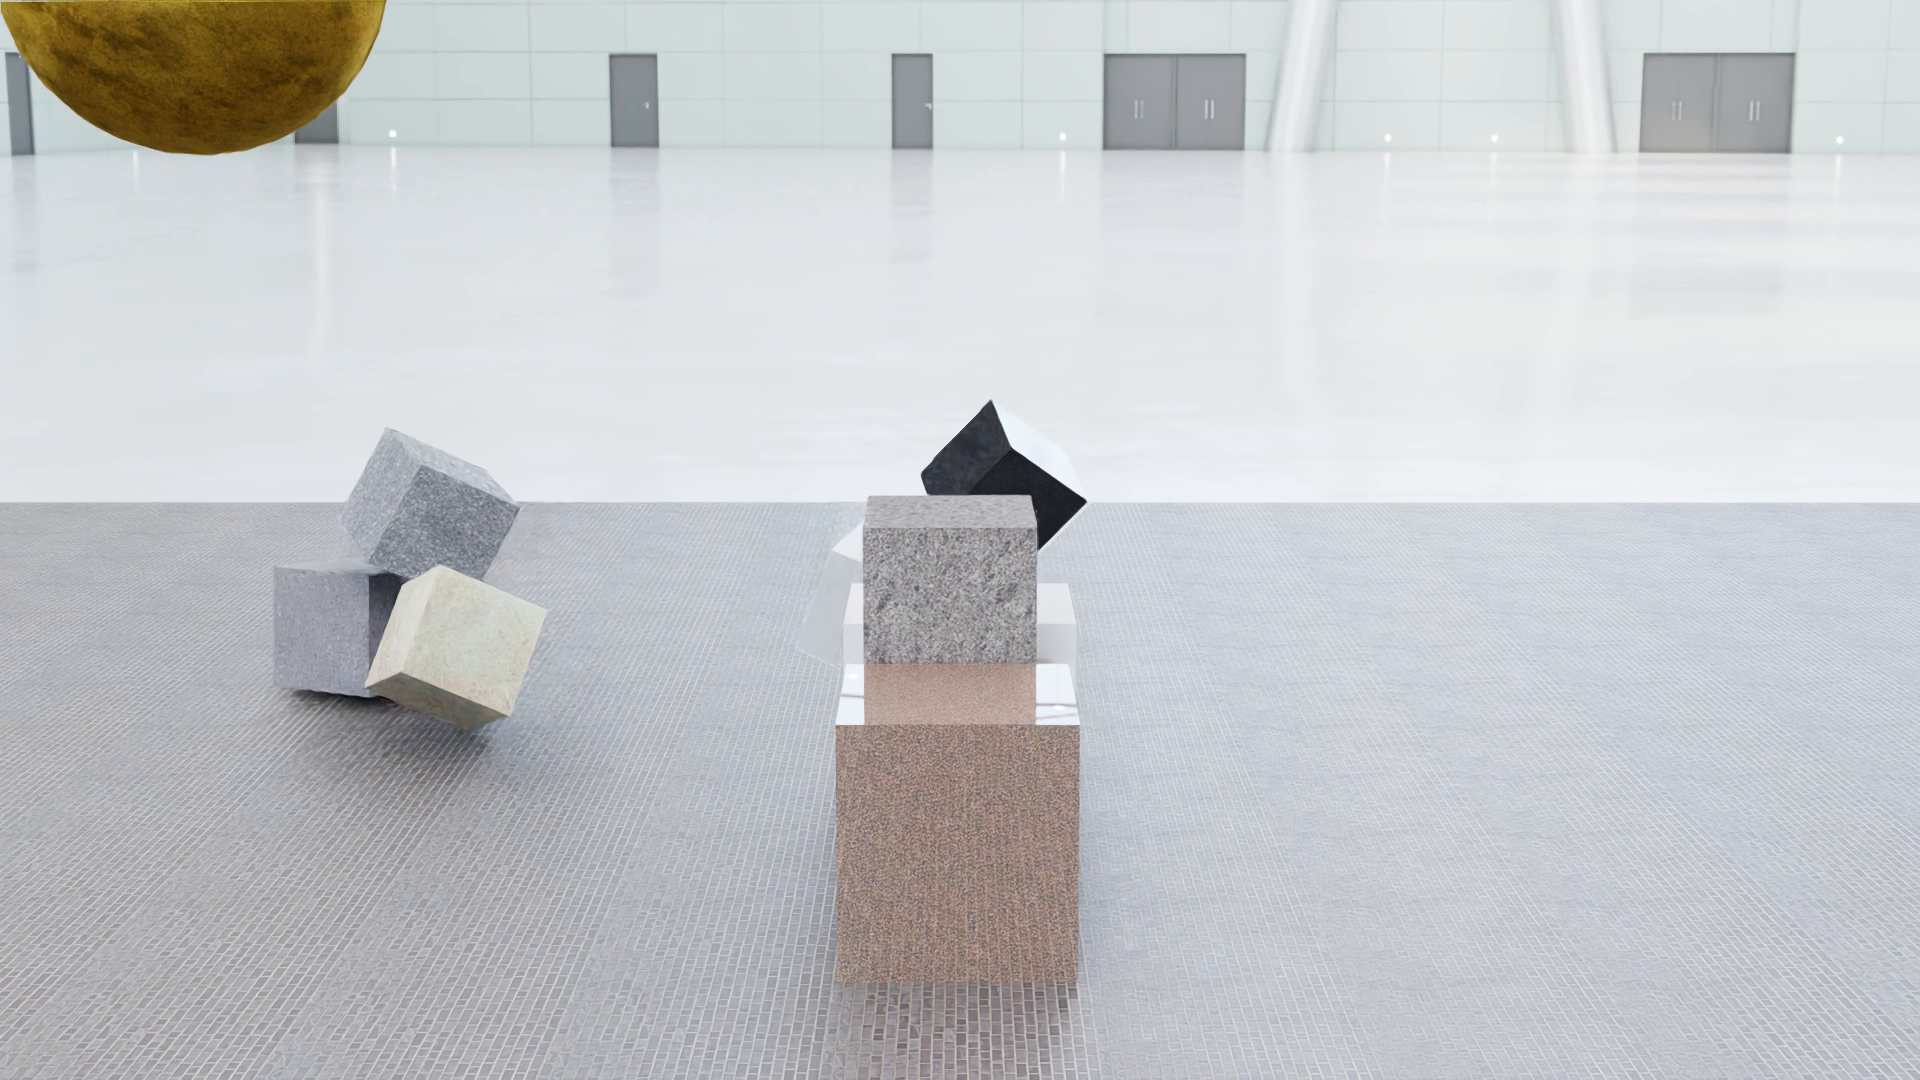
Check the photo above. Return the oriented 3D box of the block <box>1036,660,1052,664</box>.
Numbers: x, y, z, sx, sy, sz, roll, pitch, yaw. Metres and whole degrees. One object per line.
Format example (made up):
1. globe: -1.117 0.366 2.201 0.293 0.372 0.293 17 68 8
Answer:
1. block: 0.007 1.047 11.409 0.829 0.858 0.867 0 10 0

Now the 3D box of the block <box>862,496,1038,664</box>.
1. block: -0.044 0.250 11.246 0.733 0.768 0.840 0 10 0

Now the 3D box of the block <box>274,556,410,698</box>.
1. block: -3.425 0.488 14.770 0.699 0.684 0.732 4 6 28

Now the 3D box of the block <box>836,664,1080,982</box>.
1. block: -0.010 1.129 10.451 0.940 1.040 1.030 0 10 0

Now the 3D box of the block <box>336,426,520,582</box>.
1. block: -2.978 -0.142 14.363 0.648 0.613 0.667 26 7 -34

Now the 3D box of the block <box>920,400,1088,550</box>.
1. block: 0.247 -0.304 14.745 0.616 0.620 0.533 34 20 -31

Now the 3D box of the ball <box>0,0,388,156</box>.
1. ball: -3.208 -2.417 10.741 1.600 1.600 1.600 0 10 0

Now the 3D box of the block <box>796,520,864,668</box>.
1. block: -0.394 0.351 14.303 0.678 0.616 0.740 24 21 7

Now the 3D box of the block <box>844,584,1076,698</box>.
1. block: -0.001 0.802 12.301 1.067 1.022 0.944 0 10 0

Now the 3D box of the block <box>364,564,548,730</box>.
1. block: -2.672 0.578 13.574 0.616 0.604 0.657 25 -22 -23
